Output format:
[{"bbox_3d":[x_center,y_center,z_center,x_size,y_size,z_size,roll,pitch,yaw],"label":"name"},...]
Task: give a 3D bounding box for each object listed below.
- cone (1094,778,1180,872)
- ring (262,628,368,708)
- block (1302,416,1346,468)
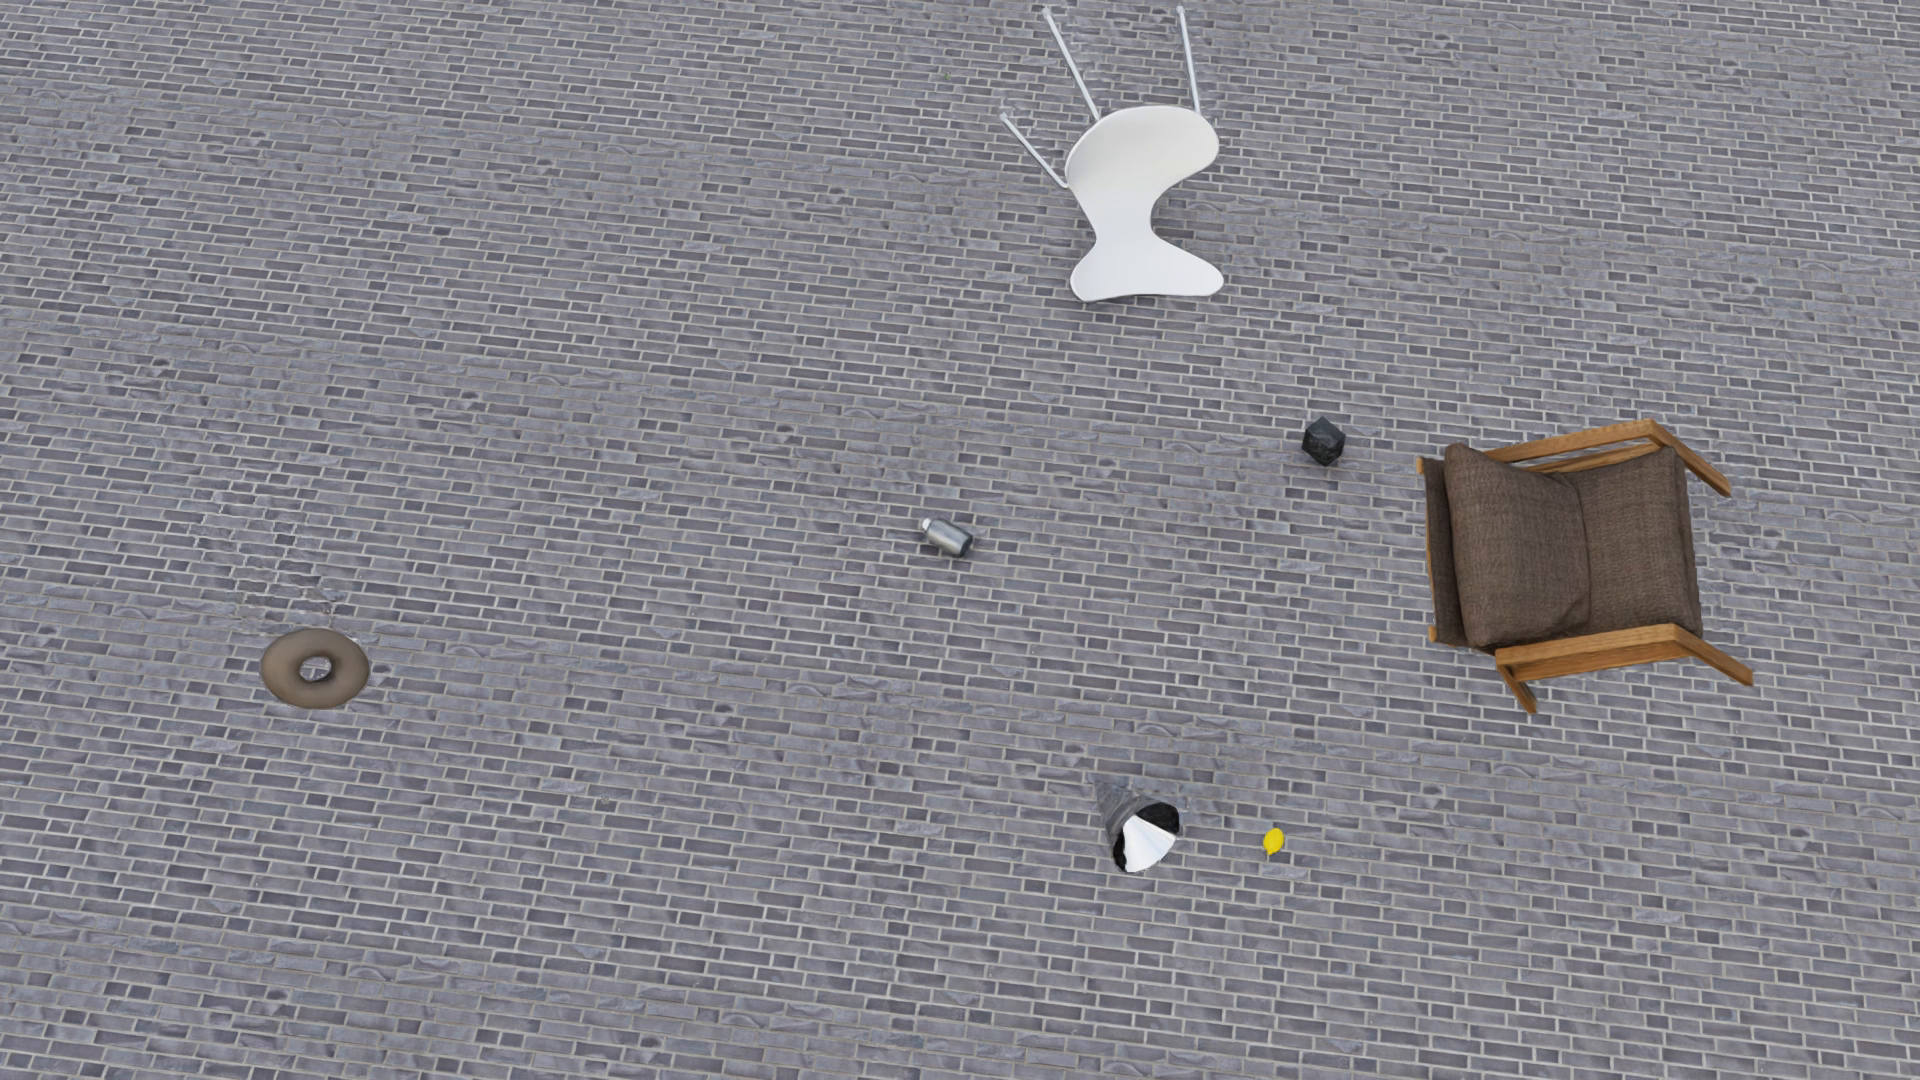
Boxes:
[{"bbox_3d":[0.438,0.731,6.022,0.203,0.225,0.286,8,24,-34],"label":"cone"},{"bbox_3d":[-1.715,0.342,5.852,0.103,0.296,0.217,20,97,49],"label":"ring"},{"bbox_3d":[1.111,-0.300,6.716,0.075,0.098,0.099,-36,63,-22],"label":"block"}]
